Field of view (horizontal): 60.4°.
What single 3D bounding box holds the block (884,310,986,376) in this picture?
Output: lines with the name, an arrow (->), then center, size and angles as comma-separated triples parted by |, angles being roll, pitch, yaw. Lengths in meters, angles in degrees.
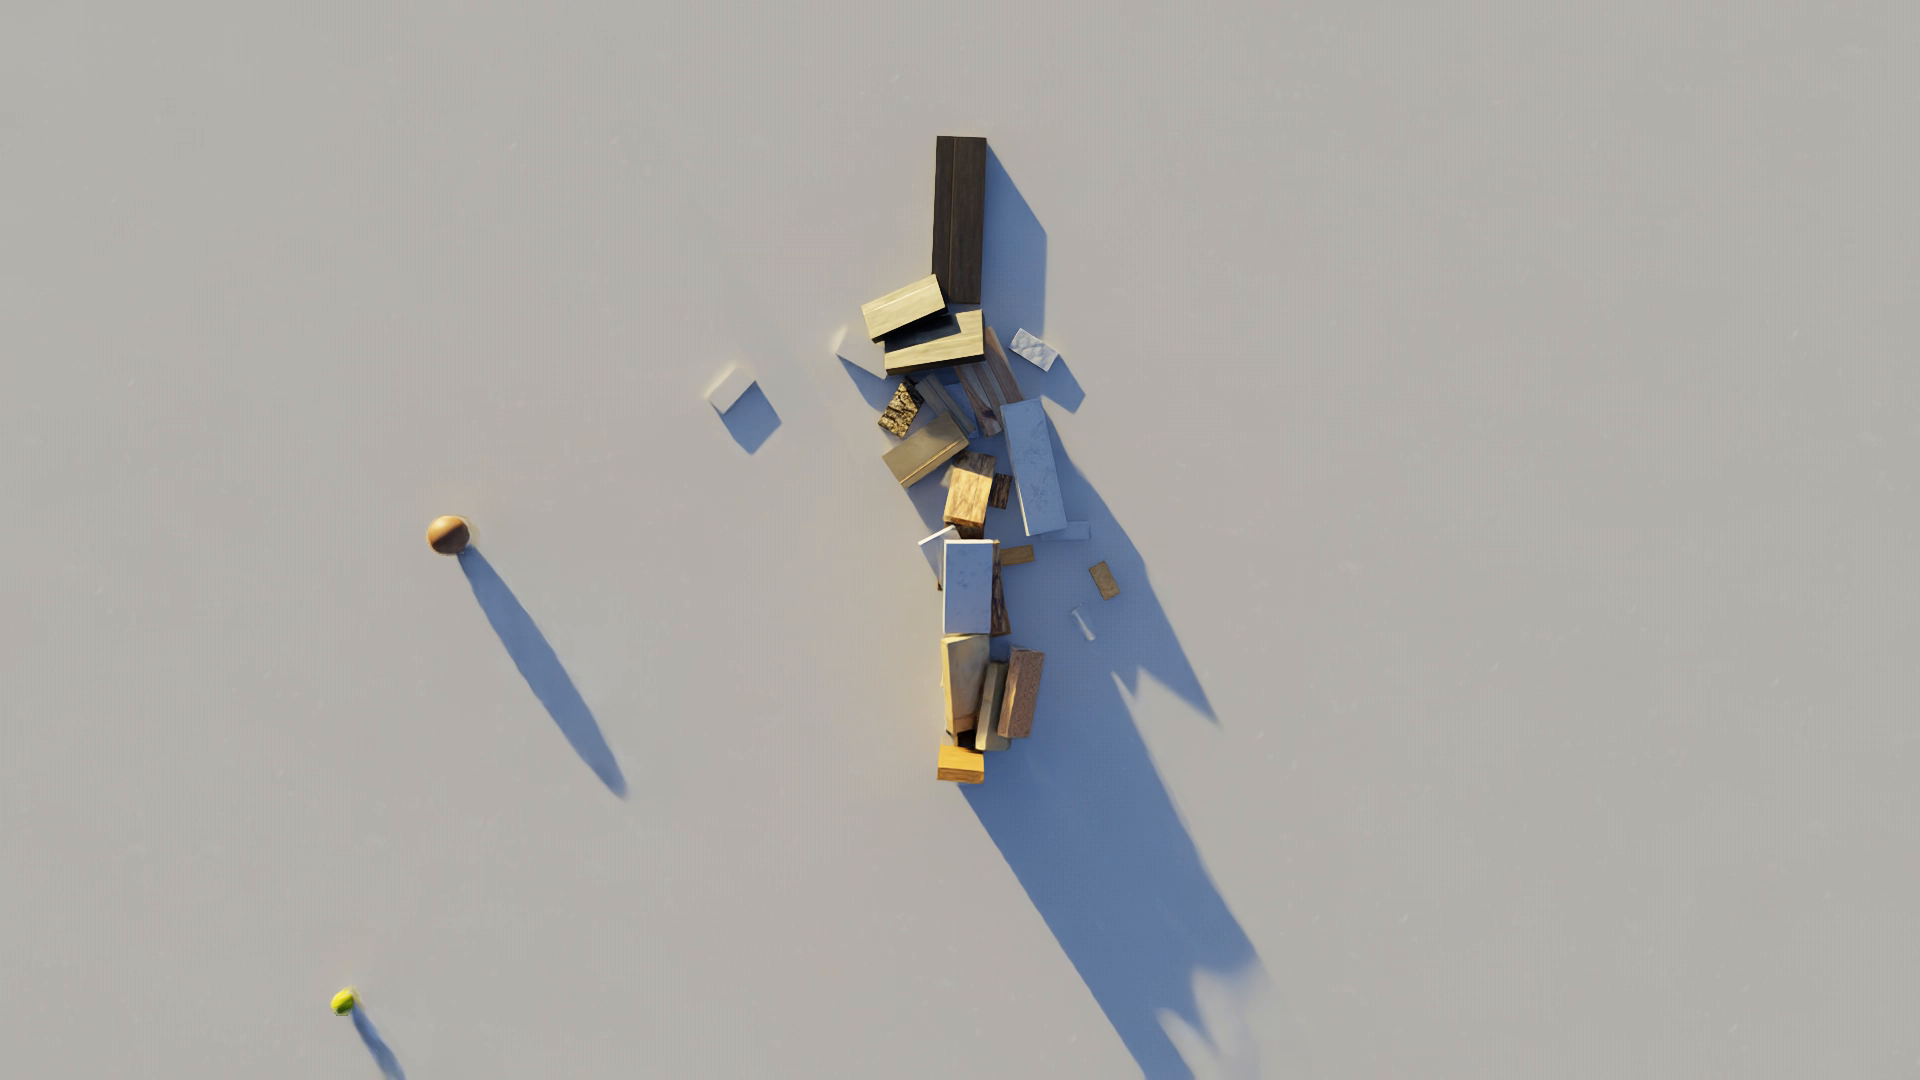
block -> -0.082, -0.647, 5.410 | 0.331, 0.047, 0.166 | -8, 66, 13

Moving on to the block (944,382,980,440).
block -> -0.001, -0.426, 5.487 | 0.094, 0.027, 0.188 | -11, 90, 0

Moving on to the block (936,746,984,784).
block -> 0.002, 0.717, 5.278 | 0.142, 0.443, 0.040 | 5, 92, 0

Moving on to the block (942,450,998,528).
block -> 0.033, -0.170, 5.420 | 0.131, 0.037, 0.261 | 12, 61, 0

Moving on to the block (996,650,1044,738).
block -> 0.201, 0.505, 5.430 | 0.040, 0.142, 0.284 | 10, 90, 35

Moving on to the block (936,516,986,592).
block -> 0.003, 0.042, 5.441 | 0.131, 0.037, 0.261 | 5, 103, -8

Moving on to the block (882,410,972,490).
block -> -0.111, -0.298, 5.453 | 0.268, 0.038, 0.134 | -35, 91, 12

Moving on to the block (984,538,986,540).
block -> 0.035, 0.063, 5.480 | 0.149, 0.021, 0.075 | -26, 105, 0

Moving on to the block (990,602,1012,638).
block -> 0.120, 0.246, 5.489 | 0.075, 0.021, 0.149 | -12, 90, 0

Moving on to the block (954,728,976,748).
block -> 0.020, 0.615, 5.468 | 0.070, 0.020, 0.139 | 0, 94, -27

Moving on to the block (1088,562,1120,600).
block -> 0.482, 0.136, 5.492 | 0.060, 0.017, 0.120 | -27, 90, 0

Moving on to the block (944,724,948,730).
block -> -0.007, 0.567, 5.490 | 0.070, 0.020, 0.139 | 8, 90, 0

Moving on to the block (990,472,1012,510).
block -> 0.135, -0.162, 5.492 | 0.057, 0.016, 0.113 | 12, 90, 0

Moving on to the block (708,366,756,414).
block -> -0.762, -0.501, 5.489 | 0.077, 0.022, 0.153 | 43, 90, 0

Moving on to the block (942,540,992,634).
block -> 0.025, 0.152, 5.346 | 0.152, 0.043, 0.303 | 0, 103, -7

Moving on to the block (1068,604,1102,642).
block -> 0.417, 0.277, 5.492 | 0.060, 0.017, 0.120 | -35, 90, 0

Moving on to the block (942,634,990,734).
block -> 0.025, 0.464, 5.399 | 0.152, 0.043, 0.315 | -12, 108, -26

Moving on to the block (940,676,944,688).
block -> -0.021, 0.436, 5.444 | 0.060, 0.017, 0.120 | 17, 74, 4

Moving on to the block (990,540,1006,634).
block -> 0.063, 0.158, 5.396 | 0.152, 0.043, 0.303 | -6, 104, -5

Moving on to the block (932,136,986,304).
block -> -0.005, -1.062, 5.477 | 0.166, 0.047, 0.546 | 2, 90, 0

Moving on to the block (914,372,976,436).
block -> -0.048, -0.439, 5.463 | 0.076, 0.022, 0.236 | -38, 90, 0

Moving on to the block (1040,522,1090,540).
block -> 0.348, -0.031, 5.492 | 0.161, 0.017, 0.060 | -2, 90, 0

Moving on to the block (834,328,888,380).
block -> -0.311, -0.618, 5.487 | 0.188, 0.027, 0.094 | 29, 90, 0

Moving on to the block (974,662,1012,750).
block -> 0.128, 0.549, 5.432 | 0.040, 0.142, 0.284 | 9, 90, 38

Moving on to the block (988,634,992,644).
block -> 0.051, 0.276, 5.469 | 0.075, 0.021, 0.149 | -12, 77, -7

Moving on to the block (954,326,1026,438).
block -> 0.097, -0.524, 5.461 | 0.166, 0.047, 0.331 | -25, 90, -11

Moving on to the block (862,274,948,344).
block -> -0.181, -0.760, 5.429 | 0.268, 0.038, 0.134 | -22, 64, 11

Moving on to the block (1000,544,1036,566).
block -> 0.189, 0.052, 5.492 | 0.113, 0.016, 0.057 | -9, 90, 0

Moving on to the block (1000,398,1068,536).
block -> 0.243, -0.241, 5.437 | 0.134, 0.038, 0.437 | -13, 94, -12

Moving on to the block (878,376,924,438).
block -> -0.186, -0.444, 5.487 | 0.094, 0.027, 0.188 | 30, 90, 0

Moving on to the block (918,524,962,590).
block -> -0.019, 0.094, 5.413 | 0.131, 0.037, 0.261 | -27, 105, 0

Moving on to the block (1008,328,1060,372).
block -> 0.245, -0.631, 5.489 | 0.153, 0.022, 0.077 | 32, 90, 0
